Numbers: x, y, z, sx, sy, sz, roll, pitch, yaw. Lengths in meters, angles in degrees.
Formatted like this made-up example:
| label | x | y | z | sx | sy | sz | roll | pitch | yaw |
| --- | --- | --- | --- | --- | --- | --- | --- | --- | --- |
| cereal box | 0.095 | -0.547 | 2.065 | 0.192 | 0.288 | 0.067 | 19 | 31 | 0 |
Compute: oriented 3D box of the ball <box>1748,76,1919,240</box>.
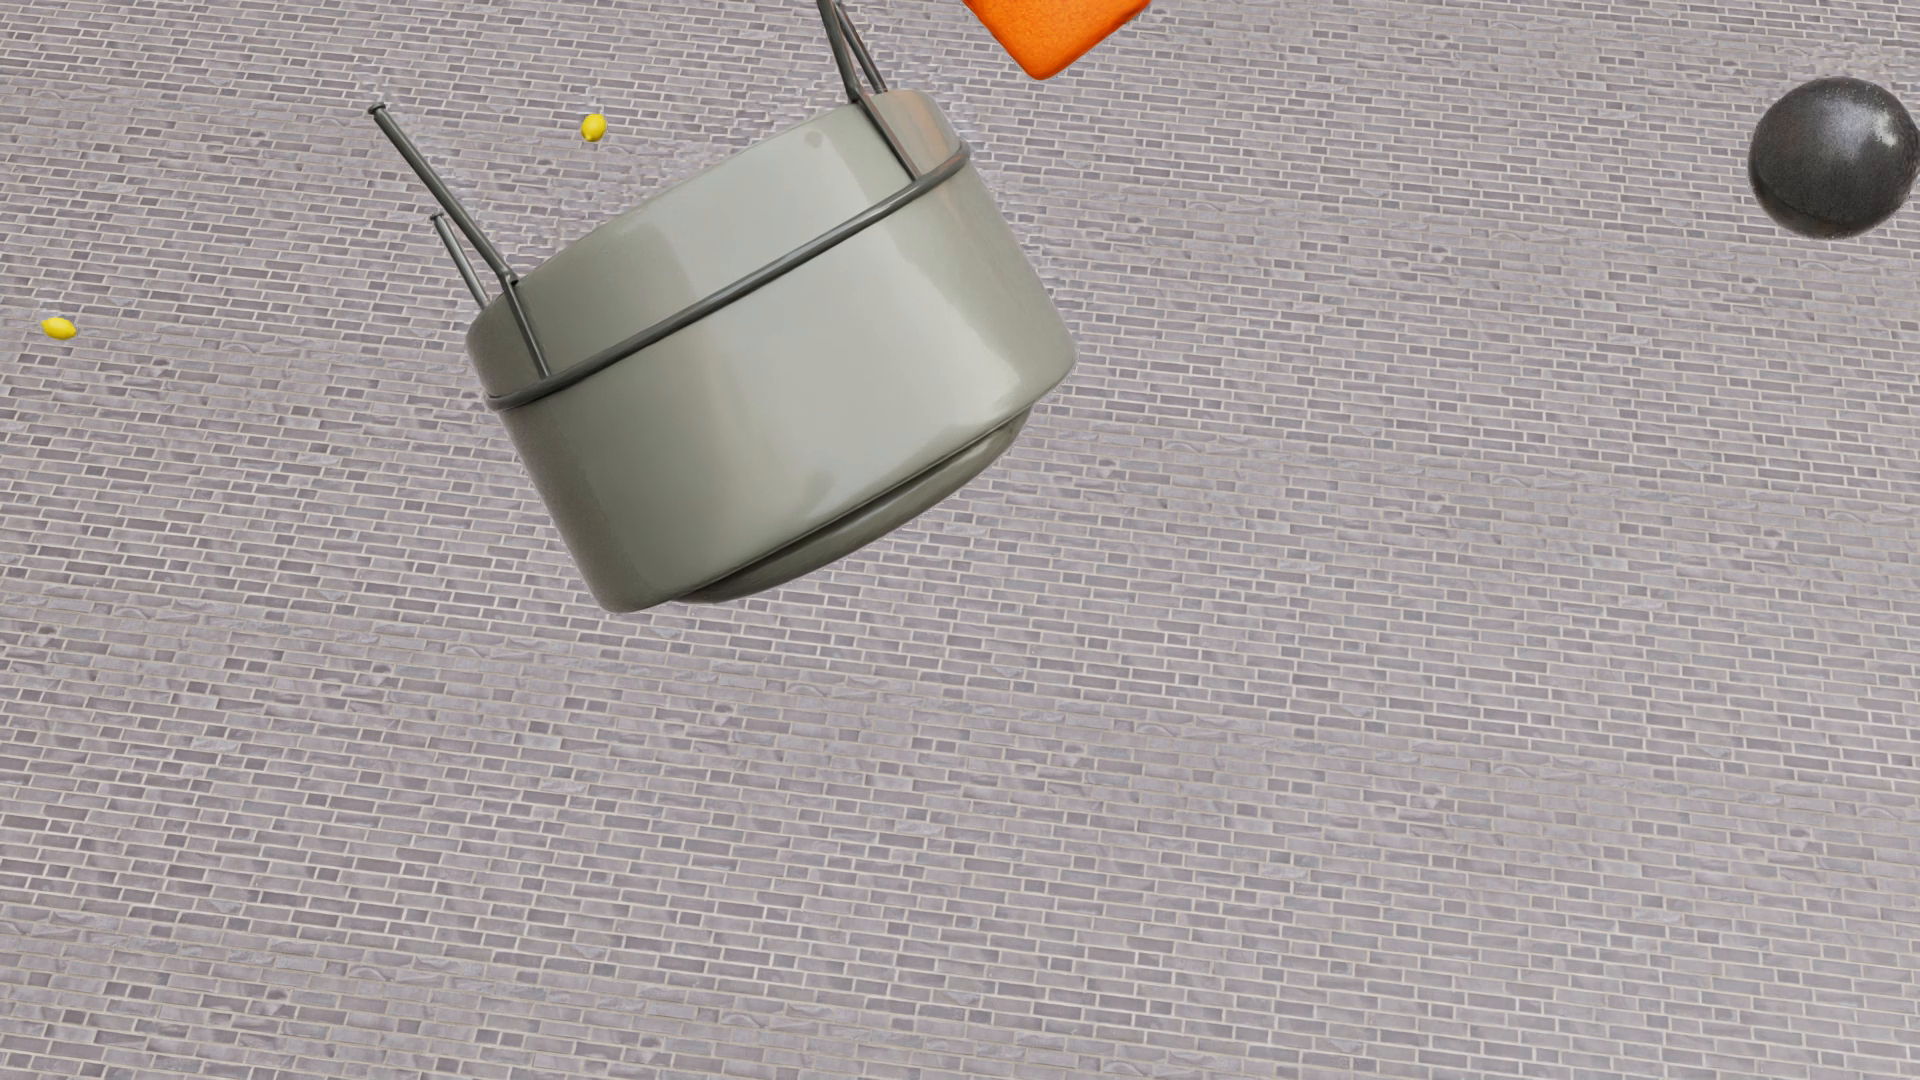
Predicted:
| label | x | y | z | sx | sy | sz | roll | pitch | yaw |
| --- | --- | --- | --- | --- | --- | --- | --- | --- | --- |
| ball | 1.273 | -0.555 | 3.206 | 0.236 | 0.236 | 0.236 | 0 | 56 | 0 |
